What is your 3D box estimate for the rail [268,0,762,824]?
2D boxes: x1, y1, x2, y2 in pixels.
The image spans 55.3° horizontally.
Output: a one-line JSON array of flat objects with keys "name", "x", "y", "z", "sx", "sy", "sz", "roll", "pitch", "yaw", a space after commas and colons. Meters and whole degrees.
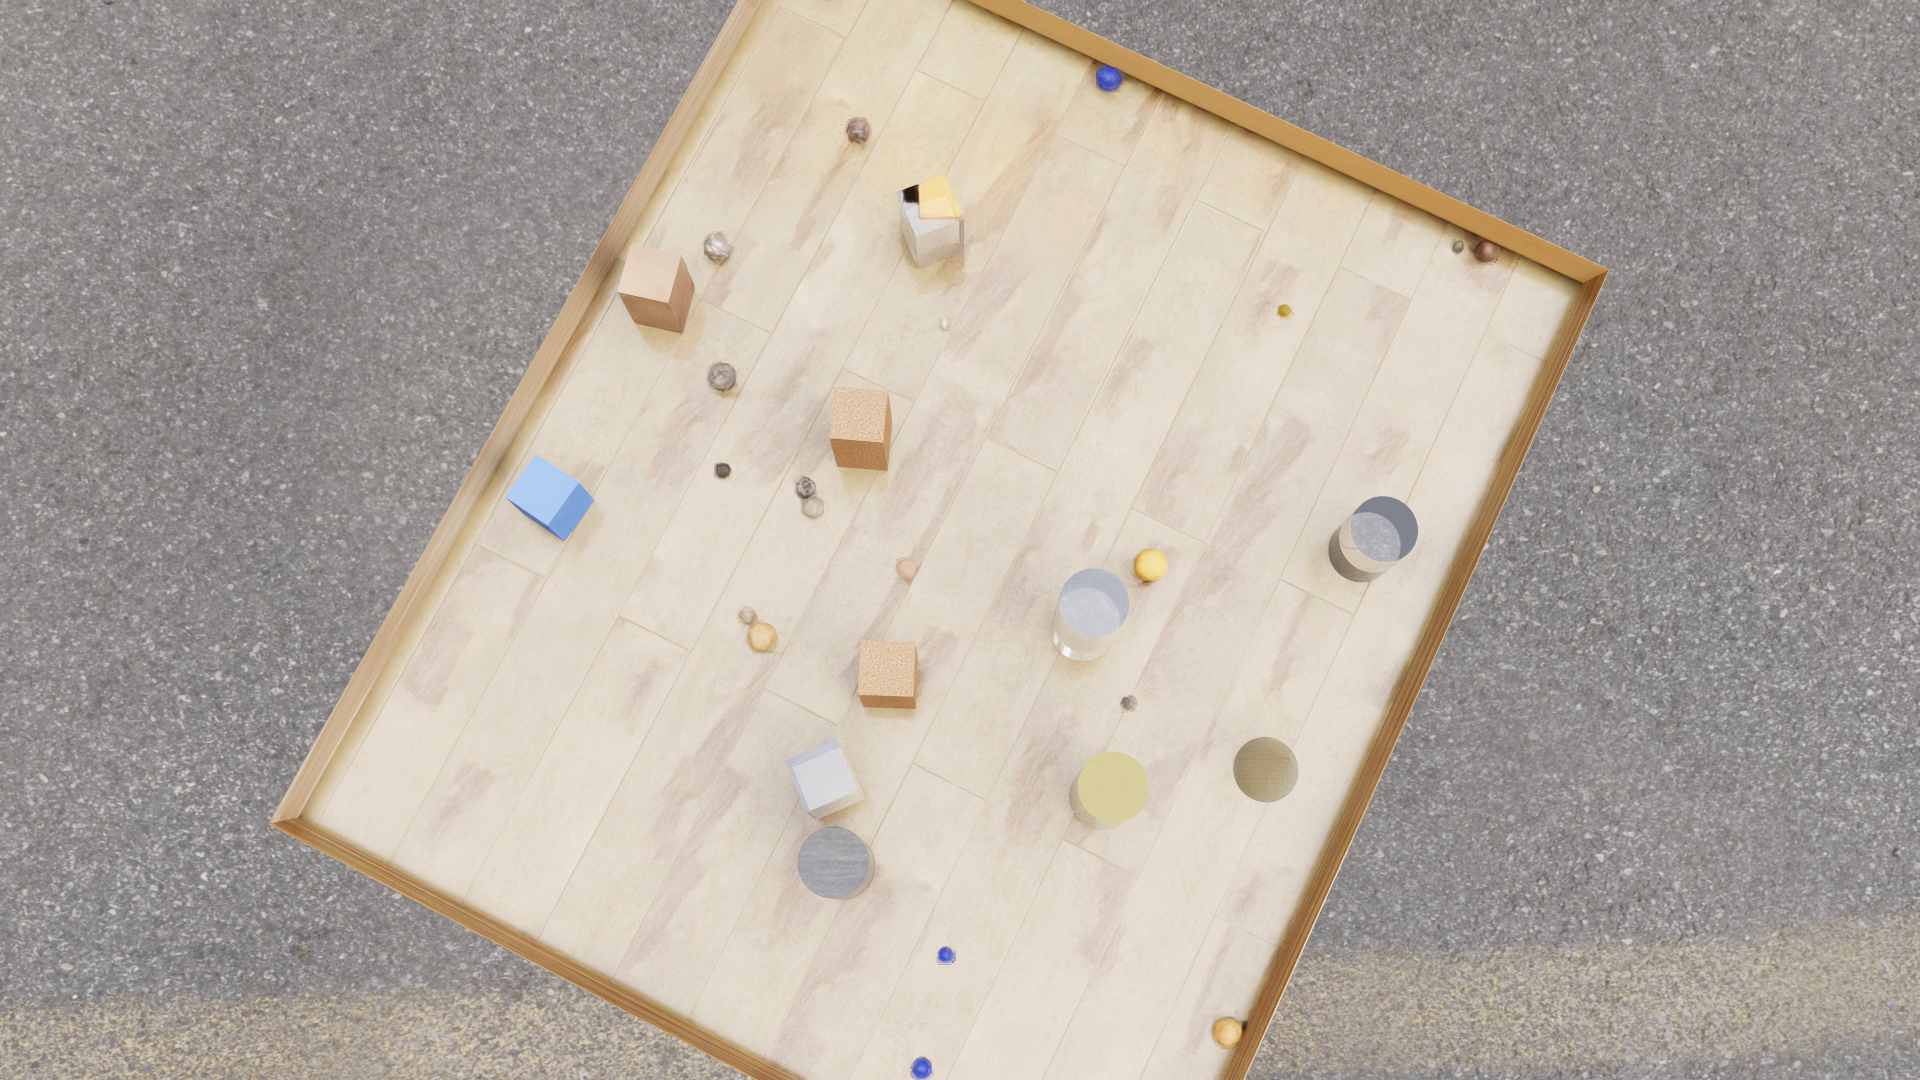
[{"name": "rail", "x": -1.246, "y": -0.603, "z": 5.675, "sx": 0.045, "sy": 0.127, "sz": 3.310, "roll": 26, "pitch": 80, "yaw": 5}]

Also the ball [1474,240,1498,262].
[{"name": "ball", "x": 1.656, "y": -0.908, "z": 5.768, "sx": 0.071, "sy": 0.071, "sz": 0.071, "roll": 0, "pitch": 78, "yaw": 0}]

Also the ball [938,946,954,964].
[{"name": "ball", "x": -0.043, "y": 1.209, "z": 5.342, "sx": 0.048, "sy": 0.048, "sz": 0.048, "roll": 0, "pitch": 78, "yaw": 0}]

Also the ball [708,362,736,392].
[{"name": "ball", "x": -0.736, "y": -0.505, "z": 5.676, "sx": 0.088, "sy": 0.088, "sz": 0.088, "roll": 0, "pitch": 78, "yaw": 0}]

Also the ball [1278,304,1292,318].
[{"name": "ball", "x": 1.016, "y": -0.719, "z": 5.744, "sx": 0.042, "sy": 0.042, "sz": 0.042, "roll": 0, "pitch": 78, "yaw": 0}]

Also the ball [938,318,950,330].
[{"name": "ball", "x": -0.050, "y": -0.676, "z": 5.735, "sx": 0.042, "sy": 0.042, "sz": 0.042, "roll": 0, "pitch": 78, "yaw": 0}]

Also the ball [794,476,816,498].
[{"name": "ball", "x": -0.473, "y": -0.161, "z": 5.617, "sx": 0.065, "sy": 0.065, "sz": 0.065, "roll": 0, "pitch": 78, "yaw": 0}]

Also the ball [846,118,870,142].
[{"name": "ball", "x": -0.324, "y": -1.306, "z": 5.848, "sx": 0.076, "sy": 0.076, "sz": 0.076, "roll": 0, "pitch": 78, "yaw": 0}]

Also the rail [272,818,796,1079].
[{"name": "rail", "x": -0.729, "y": 1.435, "z": 5.254, "sx": 2.833, "sy": 0.127, "sz": 0.045, "roll": 26, "pitch": 80, "yaw": 5}]

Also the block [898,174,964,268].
[{"name": "block", "x": -0.089, "y": -0.984, "z": 5.678, "sx": 0.157, "sy": 0.278, "sz": 0.157, "roll": -21, "pitch": 79, "yaw": -4}]

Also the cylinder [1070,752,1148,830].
[{"name": "cylinder", "x": 0.422, "y": 0.723, "z": 5.258, "sx": 0.196, "sy": 0.408, "sz": 0.196, "roll": 0, "pitch": 78, "yaw": 0}]

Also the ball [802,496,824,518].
[{"name": "ball", "x": -0.448, "y": -0.099, "z": 5.602, "sx": 0.070, "sy": 0.070, "sz": 0.070, "roll": 0, "pitch": 78, "yaw": 0}]

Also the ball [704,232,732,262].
[{"name": "ball", "x": -0.761, "y": -0.919, "z": 5.760, "sx": 0.091, "sy": 0.091, "sz": 0.091, "roll": 0, "pitch": 78, "yaw": 0}]

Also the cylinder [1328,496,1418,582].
[{"name": "cylinder", "x": 1.225, "y": 0.001, "z": 5.449, "sx": 0.196, "sy": 0.327, "sz": 0.196, "roll": 0, "pitch": 78, "yaw": 0}]

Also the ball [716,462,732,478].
[{"name": "ball", "x": -0.728, "y": -0.214, "z": 5.636, "sx": 0.049, "sy": 0.049, "sz": 0.049, "roll": 0, "pitch": 78, "yaw": 0}]

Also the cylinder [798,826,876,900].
[{"name": "cylinder", "x": -0.347, "y": 0.924, "z": 5.217, "sx": 0.196, "sy": 0.408, "sz": 0.196, "roll": 0, "pitch": 78, "yaw": 0}]

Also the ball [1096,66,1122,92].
[{"name": "ball", "x": 0.480, "y": -1.477, "z": 5.881, "sx": 0.080, "sy": 0.080, "sz": 0.080, "roll": 0, "pitch": 78, "yaw": 0}]

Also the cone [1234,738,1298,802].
[{"name": "cone", "x": 0.914, "y": 0.645, "z": 5.275, "sx": 0.196, "sy": 0.407, "sz": 0.196, "roll": 0, "pitch": 78, "yaw": 0}]

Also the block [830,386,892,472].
[{"name": "block", "x": -0.295, "y": -0.331, "z": 5.509, "sx": 0.157, "sy": 0.346, "sz": 0.157, "roll": 5, "pitch": 78, "yaw": 1}]

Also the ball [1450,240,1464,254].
[{"name": "ball", "x": 1.572, "y": -0.925, "z": 5.786, "sx": 0.043, "sy": 0.043, "sz": 0.043, "roll": 0, "pitch": 78, "yaw": 0}]

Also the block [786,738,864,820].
[{"name": "block", "x": -0.385, "y": 0.693, "z": 5.281, "sx": 0.157, "sy": 0.376, "sz": 0.157, "roll": -23, "pitch": 79, "yaw": -5}]

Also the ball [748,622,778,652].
[{"name": "ball", "x": -0.593, "y": 0.293, "z": 5.510, "sx": 0.090, "sy": 0.090, "sz": 0.090, "roll": 0, "pitch": 78, "yaw": 0}]

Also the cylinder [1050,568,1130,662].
[{"name": "cylinder", "x": 0.373, "y": 0.223, "z": 5.326, "sx": 0.196, "sy": 0.479, "sz": 0.196, "roll": 0, "pitch": 78, "yaw": 0}]

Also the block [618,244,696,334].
[{"name": "block", "x": -0.928, "y": -0.768, "z": 5.625, "sx": 0.157, "sy": 0.295, "sz": 0.157, "roll": 13, "pitch": 79, "yaw": 3}]

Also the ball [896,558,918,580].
[{"name": "ball", "x": -0.161, "y": 0.086, "z": 5.565, "sx": 0.066, "sy": 0.066, "sz": 0.066, "roll": 0, "pitch": 78, "yaw": 0}]

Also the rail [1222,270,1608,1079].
[{"name": "rail", "x": 1.246, "y": 0.617, "z": 5.423, "sx": 0.045, "sy": 0.127, "sz": 3.310, "roll": 26, "pitch": 80, "yaw": 5}]

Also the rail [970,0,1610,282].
[{"name": "rail", "x": 0.729, "y": -1.422, "z": 5.845, "sx": 2.833, "sy": 0.127, "sz": 0.045, "roll": 26, "pitch": 80, "yaw": 5}]

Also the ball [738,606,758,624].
[{"name": "ball", "x": -0.641, "y": 0.229, "z": 5.541, "sx": 0.055, "sy": 0.055, "sz": 0.055, "roll": 0, "pitch": 78, "yaw": 0}]

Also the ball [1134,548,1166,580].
[{"name": "ball", "x": 0.576, "y": 0.075, "z": 5.551, "sx": 0.098, "sy": 0.098, "sz": 0.098, "roll": 0, "pitch": 78, "yaw": 0}]

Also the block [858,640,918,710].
[{"name": "block", "x": -0.208, "y": 0.397, "z": 5.374, "sx": 0.157, "sy": 0.313, "sz": 0.157, "roll": 2, "pitch": 78, "yaw": 0}]

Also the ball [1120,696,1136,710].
[{"name": "ball", "x": 0.504, "y": 0.489, "z": 5.493, "sx": 0.043, "sy": 0.043, "sz": 0.043, "roll": 0, "pitch": 78, "yaw": 0}]

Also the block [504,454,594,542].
[{"name": "block", "x": -1.233, "y": -0.125, "z": 5.522, "sx": 0.157, "sy": 0.236, "sz": 0.157, "roll": 33, "pitch": 80, "yaw": 6}]

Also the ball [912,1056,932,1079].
[{"name": "ball", "x": -0.110, "y": 1.519, "z": 5.271, "sx": 0.061, "sy": 0.061, "sz": 0.061, "roll": 0, "pitch": 78, "yaw": 0}]

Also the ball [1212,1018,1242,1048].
[{"name": "ball", "x": 0.771, "y": 1.418, "z": 5.280, "sx": 0.084, "sy": 0.084, "sz": 0.084, "roll": 0, "pitch": 78, "yaw": 0}]
